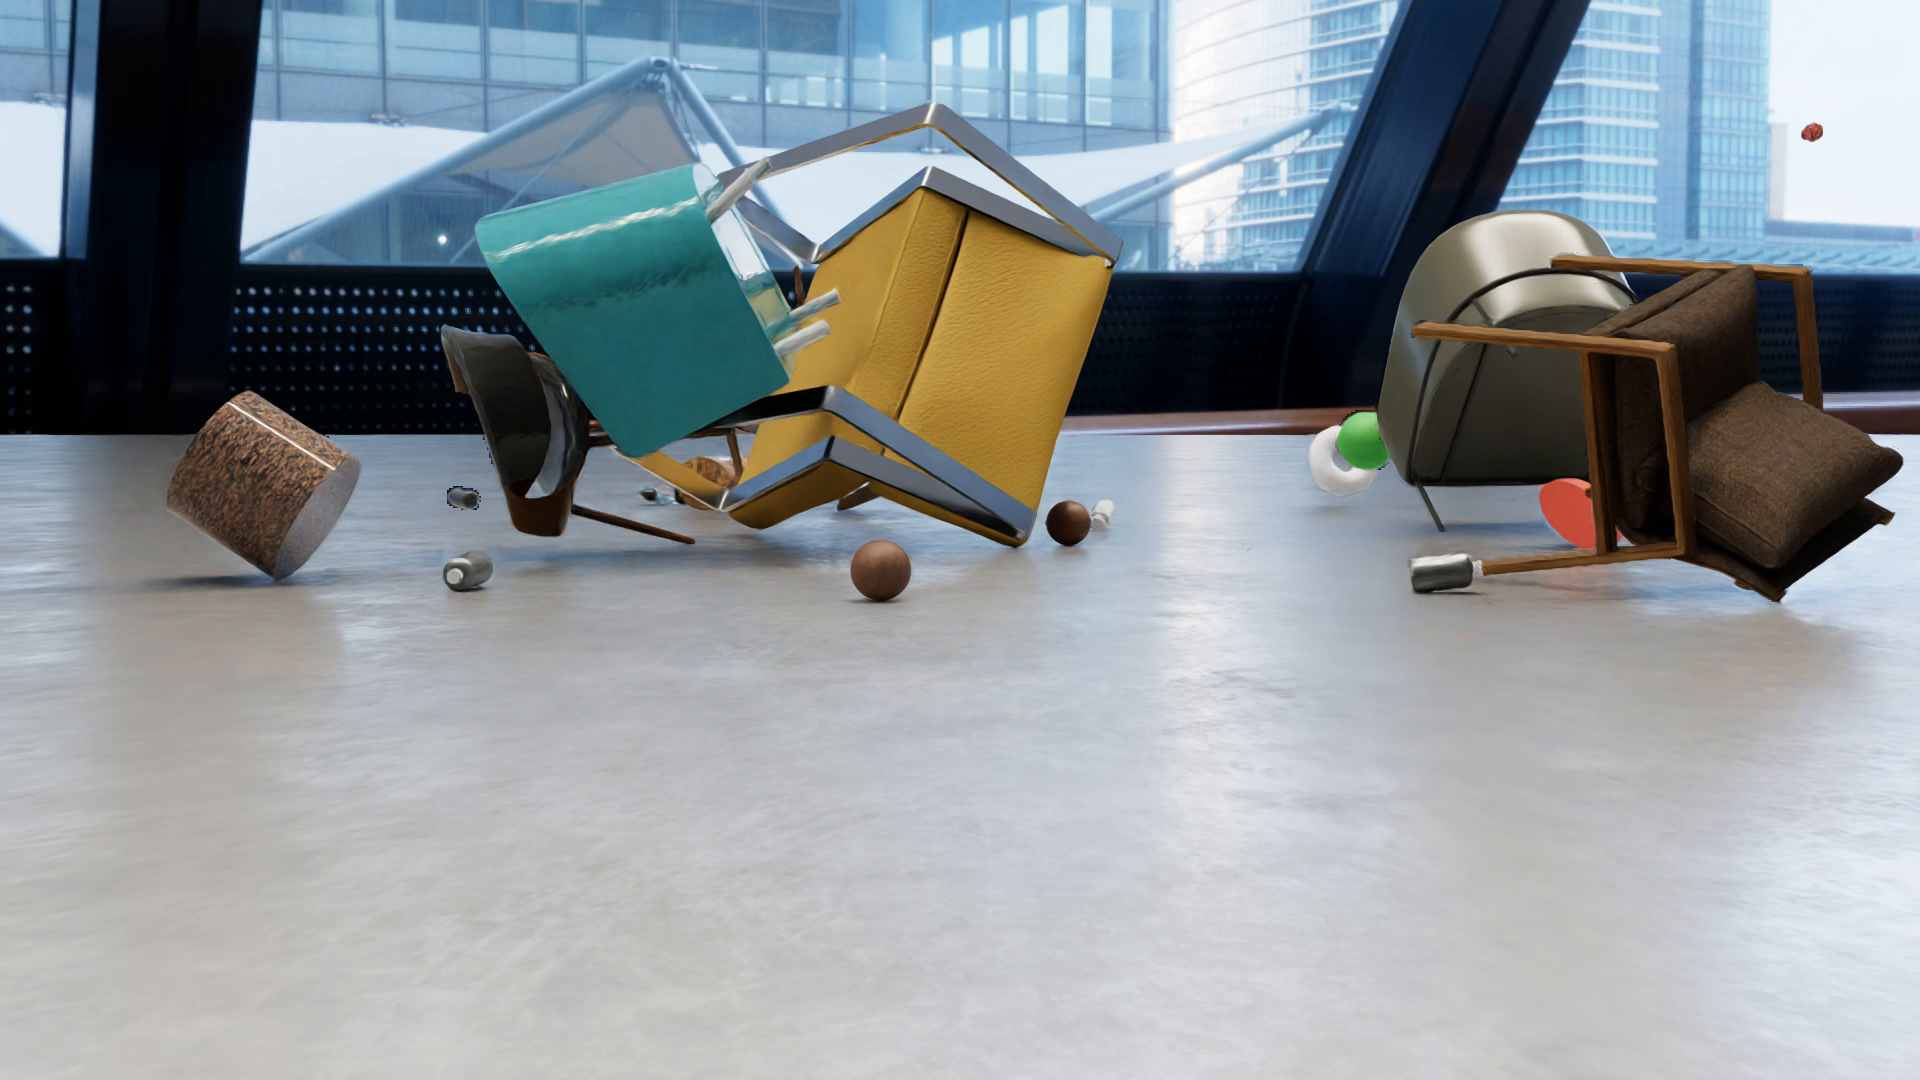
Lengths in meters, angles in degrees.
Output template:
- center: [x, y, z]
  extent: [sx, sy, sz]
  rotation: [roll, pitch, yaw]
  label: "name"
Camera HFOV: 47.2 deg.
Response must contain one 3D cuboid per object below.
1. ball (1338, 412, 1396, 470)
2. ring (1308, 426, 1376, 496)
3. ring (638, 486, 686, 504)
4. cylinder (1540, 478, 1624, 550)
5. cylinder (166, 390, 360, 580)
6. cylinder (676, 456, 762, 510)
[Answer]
- center: [1.486, -0.363, 8.026]
  extent: [0.212, 0.212, 0.212]
  rotation: [0, 4, 0]
  label: "ball"
- center: [1.499, -0.310, 8.616]
  extent: [0.281, 0.286, 0.100]
  rotation: [34, -22, -3]
  label: "ring"
- center: [-1.145, -0.173, 8.547]
  extent: [0.211, 0.055, 0.204]
  rotation: [8, -6, -16]
  label: "ring"
- center: [1.770, -0.076, 6.257]
  extent: [0.239, 0.140, 0.175]
  rotation: [47, 23, 18]
  label: "cylinder"
- center: [-1.627, -0.126, 5.148]
  extent: [0.290, 0.338, 0.358]
  rotation: [33, -23, 0]
  label: "cylinder"
- center: [-0.900, -0.215, 8.222]
  extent: [0.224, 0.197, 0.249]
  rotation: [15, 9, 21]
  label: "cylinder"
